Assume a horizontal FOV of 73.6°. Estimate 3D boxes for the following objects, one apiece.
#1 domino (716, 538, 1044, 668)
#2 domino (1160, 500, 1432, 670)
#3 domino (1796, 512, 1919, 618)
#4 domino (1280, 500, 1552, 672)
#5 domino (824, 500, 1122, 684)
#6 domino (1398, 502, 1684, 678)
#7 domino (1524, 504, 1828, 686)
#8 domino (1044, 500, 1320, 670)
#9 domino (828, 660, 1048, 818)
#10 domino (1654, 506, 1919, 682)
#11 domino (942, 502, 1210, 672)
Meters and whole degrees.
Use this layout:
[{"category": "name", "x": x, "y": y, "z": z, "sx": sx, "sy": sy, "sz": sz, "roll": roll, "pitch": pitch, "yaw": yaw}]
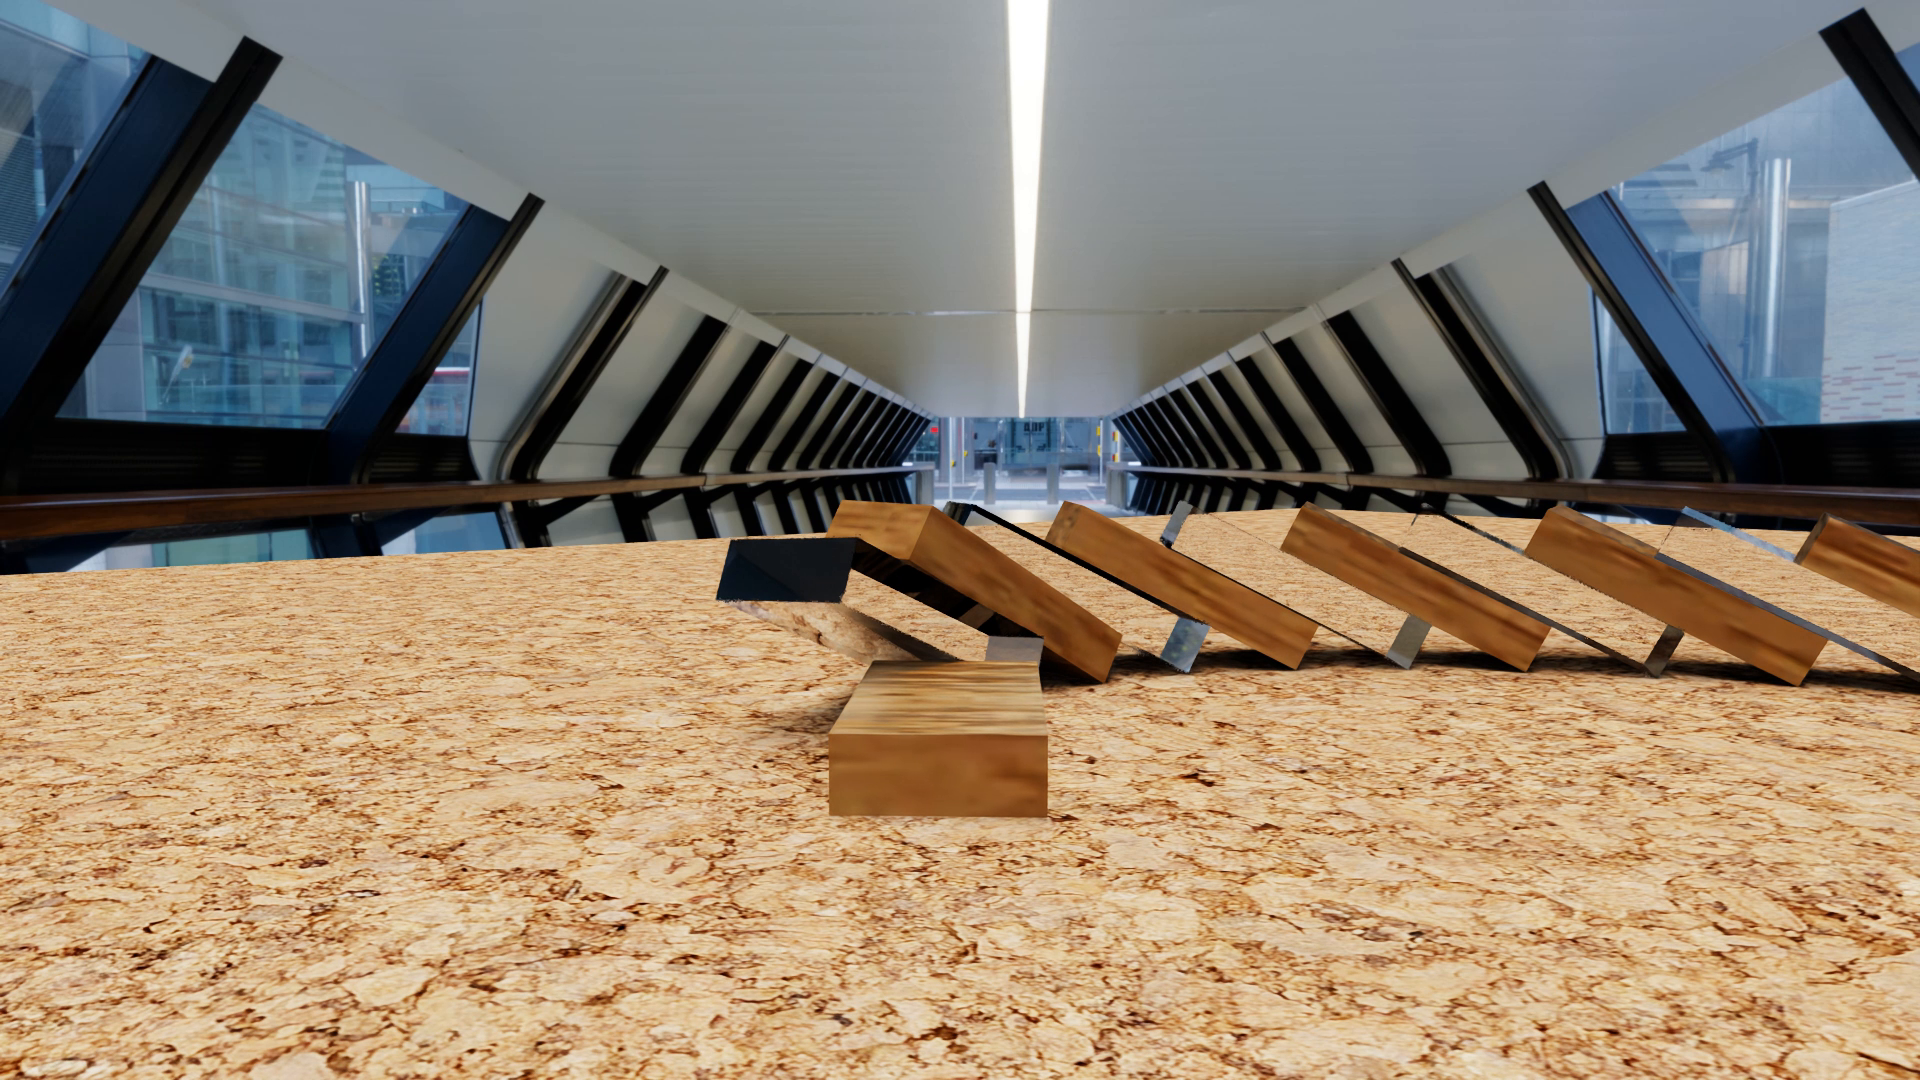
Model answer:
[{"category": "domino", "x": -0.011, "y": 0.013, "z": 0.201, "sx": 0.025, "sy": 0.010, "sz": 0.050, "roll": -1, "pitch": -20, "yaw": 37}, {"category": "domino", "x": 0.065, "y": 0.008, "z": 0.254, "sx": 0.050, "sy": 0.009, "sz": 0.025, "roll": 27, "pitch": 6, "yaw": 2}, {"category": "domino", "x": 0.174, "y": 0.011, "z": 0.222, "sx": 0.050, "sy": 0.009, "sz": 0.025, "roll": 31, "pitch": 19, "yaw": 26}, {"category": "domino", "x": 0.089, "y": 0.008, "z": 0.255, "sx": 0.050, "sy": 0.010, "sz": 0.025, "roll": 28, "pitch": 11, "yaw": 13}, {"category": "domino", "x": 0.003, "y": 0.009, "z": 0.224, "sx": 0.050, "sy": 0.010, "sz": 0.025, "roll": 34, "pitch": -18, "yaw": -36}, {"category": "domino", "x": 0.111, "y": 0.009, "z": 0.250, "sx": 0.050, "sy": 0.010, "sz": 0.025, "roll": 28, "pitch": 13, "yaw": 16}, {"category": "domino", "x": 0.135, "y": 0.009, "z": 0.245, "sx": 0.050, "sy": 0.009, "sz": 0.025, "roll": 31, "pitch": 18, "yaw": 25}, {"category": "domino", "x": 0.042, "y": 0.008, "z": 0.251, "sx": 0.050, "sy": 0.009, "sz": 0.025, "roll": 27, "pitch": 2, "yaw": -5}, {"category": "domino", "x": -0.002, "y": 0.025, "z": 0.171, "sx": 0.025, "sy": 0.010, "sz": 0.050, "roll": 0, "pitch": 4, "yaw": 2}, {"category": "domino", "x": 0.155, "y": 0.010, "z": 0.235, "sx": 0.050, "sy": 0.010, "sz": 0.025, "roll": 31, "pitch": 19, "yaw": 26}, {"category": "domino", "x": 0.020, "y": 0.008, "z": 0.243, "sx": 0.050, "sy": 0.009, "sz": 0.025, "roll": 27, "pitch": -3, "yaw": -12}]
